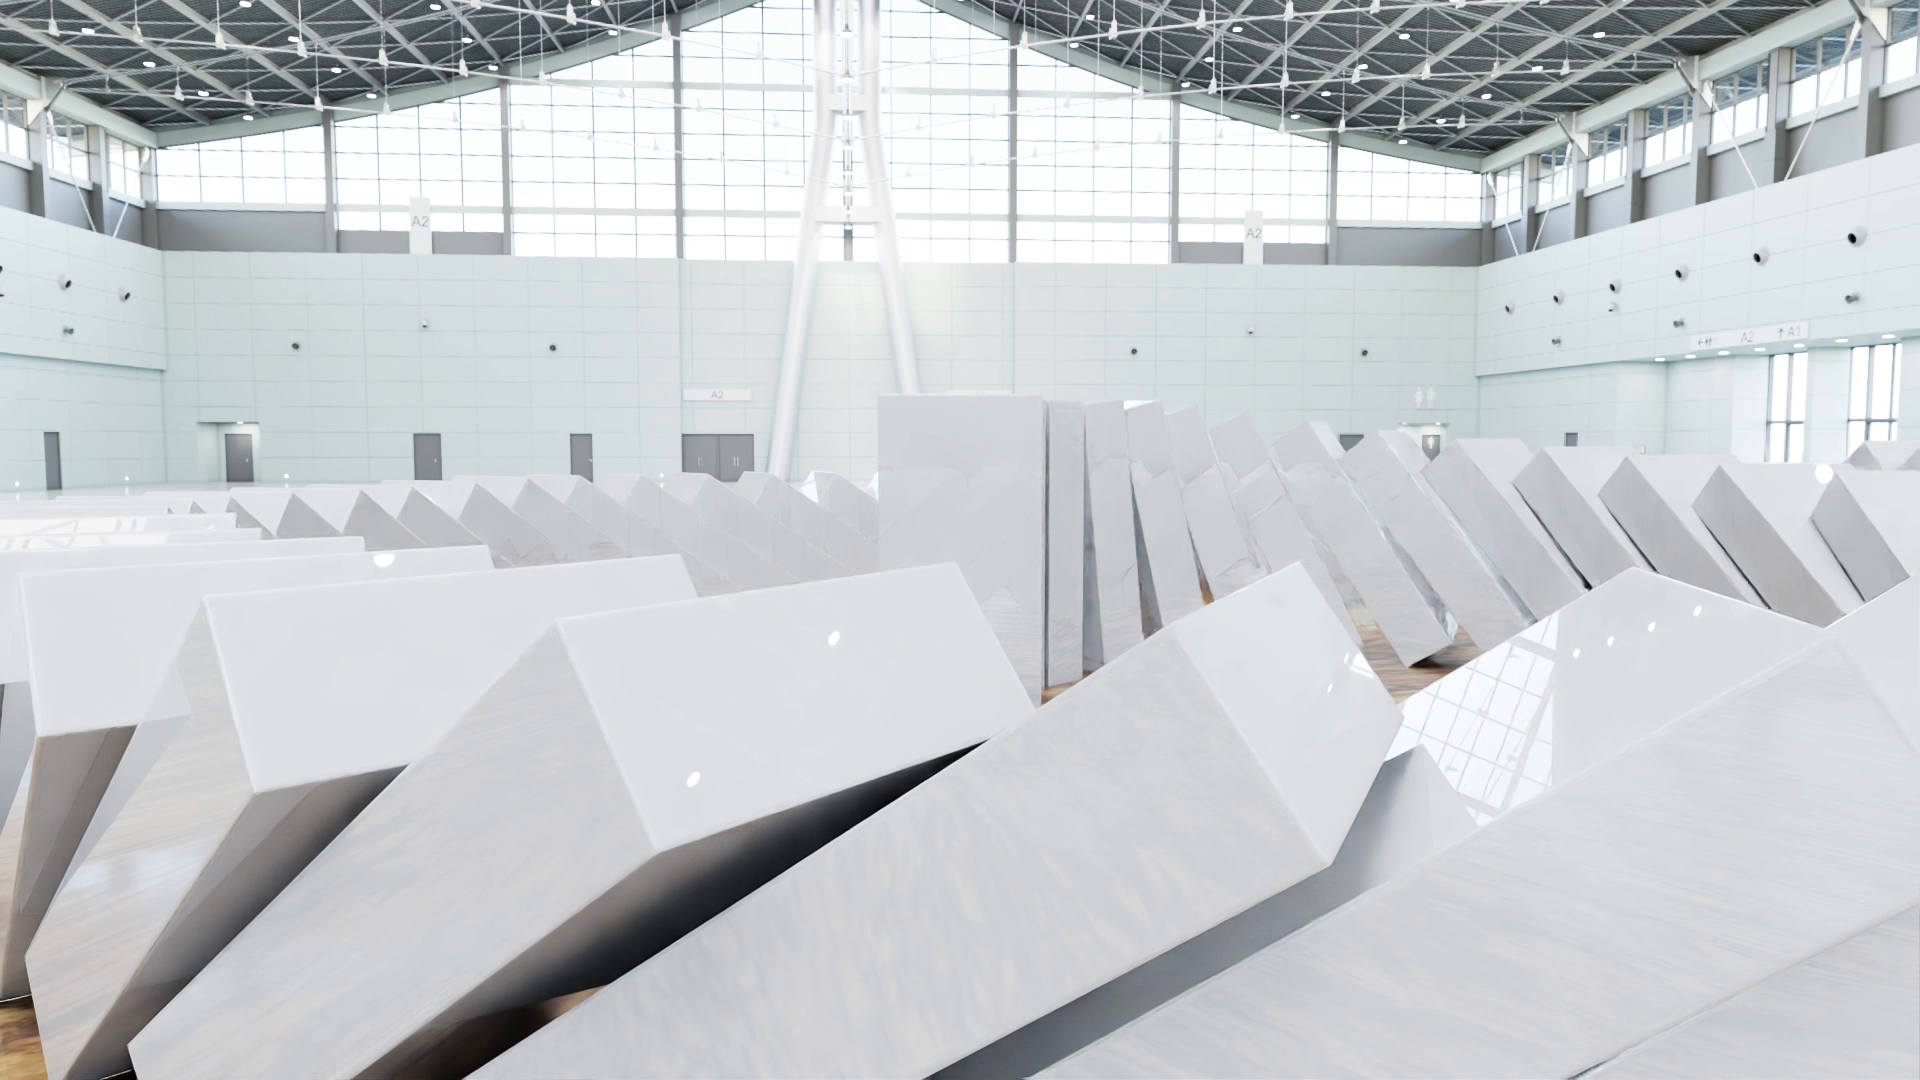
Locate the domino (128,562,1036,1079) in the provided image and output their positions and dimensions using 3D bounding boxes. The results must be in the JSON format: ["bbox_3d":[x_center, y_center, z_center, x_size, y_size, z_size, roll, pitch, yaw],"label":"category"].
[{"bbox_3d":[-0.022,0.019,0.070,0.050,0.010,0.025,-38,-18,32],"label":"domino"}]

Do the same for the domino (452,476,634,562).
[{"bbox_3d":[-0.085,0.004,0.278,0.025,0.009,0.050,3,-29,36],"label":"domino"}]

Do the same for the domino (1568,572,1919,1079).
[{"bbox_3d":[0.034,0.020,0.062,0.050,0.010,0.025,-34,0,7],"label":"domino"}]

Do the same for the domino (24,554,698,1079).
[{"bbox_3d":[-0.038,0.019,0.079,0.025,0.009,0.050,-5,-27,-47],"label":"domino"}]

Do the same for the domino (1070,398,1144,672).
[{"bbox_3d":[0.022,-0.001,0.246,0.010,0.050,0.025,-11,9,-32],"label":"domino"}]

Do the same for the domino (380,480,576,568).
[{"bbox_3d":[-0.092,0.005,0.260,0.025,0.010,0.050,2,-29,27],"label":"domino"}]

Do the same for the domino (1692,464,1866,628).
[{"bbox_3d":[0.141,0.008,0.201,0.025,0.009,0.050,-1,44,-9],"label":"domino"}]

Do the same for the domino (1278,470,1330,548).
[{"bbox_3d":[0.108,-0.002,0.355,0.050,0.009,0.025,37,17,17],"label":"domino"}]

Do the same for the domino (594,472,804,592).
[{"bbox_3d":[-0.064,0.002,0.309,0.050,0.010,0.025,37,-19,-32],"label":"domino"}]

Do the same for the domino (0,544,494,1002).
[{"bbox_3d":[-0.052,0.018,0.091,0.025,0.009,0.050,-4,-28,-41],"label":"domino"}]

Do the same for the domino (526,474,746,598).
[{"bbox_3d":[-0.076,0.003,0.295,0.025,0.010,0.050,4,-28,46],"label":"domino"}]

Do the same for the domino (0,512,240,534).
[{"bbox_3d":[-0.087,0.015,0.134,0.025,0.010,0.050,-2,-30,-23],"label":"domino"}]

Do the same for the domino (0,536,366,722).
[{"bbox_3d":[-0.065,0.017,0.104,0.025,0.010,0.050,-3,-28,-35],"label":"domino"}]

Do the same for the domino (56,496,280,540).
[{"bbox_3d":[-0.105,0.011,0.188,0.025,0.009,0.050,0,-29,7],"label":"domino"}]

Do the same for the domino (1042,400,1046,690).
[{"bbox_3d":[0.001,0.001,0.219,0.025,0.050,0.010,1,4,12],"label":"domino"}]

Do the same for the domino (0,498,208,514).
[{"bbox_3d":[-0.102,0.012,0.169,0.025,0.009,0.050,-1,-30,-2],"label":"domino"}]

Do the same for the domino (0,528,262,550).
[{"bbox_3d":[-0.078,0.016,0.118,0.025,0.009,0.050,-2,-29,-27],"label":"domino"}]

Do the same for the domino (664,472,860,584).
[{"bbox_3d":[-0.050,0.001,0.321,0.050,0.009,0.025,36,-15,-28],"label":"domino"}]

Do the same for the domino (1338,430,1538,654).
[{"bbox_3d":[0.096,0.001,0.252,0.010,0.050,0.025,-41,-17,27],"label":"domino"}]

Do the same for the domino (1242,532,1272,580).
[{"bbox_3d":[0.072,-0.003,0.363,0.050,0.010,0.025,35,11,9],"label":"domino"}]

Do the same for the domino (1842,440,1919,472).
[{"bbox_3d":[0.219,0.000,0.281,0.025,0.050,0.010,-1,-38,-7],"label":"domino"}]

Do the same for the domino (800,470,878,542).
[{"bbox_3d":[-0.018,-0.001,0.341,0.050,0.009,0.025,34,-8,-19],"label":"domino"}]

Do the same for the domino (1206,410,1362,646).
[{"bbox_3d":[0.065,-0.001,0.260,0.010,0.050,0.025,-26,-2,14],"label":"domino"}]

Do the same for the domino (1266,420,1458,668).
[{"bbox_3d":[0.081,0.000,0.257,0.009,0.050,0.025,-34,-10,22],"label":"domino"}]

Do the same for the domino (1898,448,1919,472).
[{"bbox_3d":[0.224,0.001,0.269,0.025,0.050,0.010,0,-38,-7],"label":"domino"}]

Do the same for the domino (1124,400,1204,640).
[{"bbox_3d":[0.034,-0.002,0.253,0.009,0.050,0.025,-17,10,-20],"label":"domino"}]

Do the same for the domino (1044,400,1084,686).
[{"bbox_3d":[0.010,0.000,0.235,0.025,0.050,0.010,4,6,43],"label":"domino"}]

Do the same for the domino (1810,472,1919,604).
[{"bbox_3d":[0.147,0.010,0.183,0.025,0.010,0.050,0,42,3],"label":"domino"}]

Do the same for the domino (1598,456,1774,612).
[{"bbox_3d":[0.134,0.006,0.217,0.025,0.009,0.050,-1,46,-18],"label":"domino"}]

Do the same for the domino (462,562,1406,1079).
[{"bbox_3d":[-0.004,0.020,0.064,0.050,0.010,0.025,-36,-11,22],"label":"domino"}]

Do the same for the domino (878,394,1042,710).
[{"bbox_3d":[0.000,0.002,0.201,0.025,0.050,0.010,0,4,0],"label":"domino"}]

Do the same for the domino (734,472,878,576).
[{"bbox_3d":[-0.034,0.000,0.332,0.050,0.009,0.025,34,-11,-23],"label":"domino"}]

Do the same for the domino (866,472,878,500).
[{"bbox_3d":[-0.002,-0.001,0.349,0.050,0.010,0.025,33,-5,-15],"label":"domino"}]

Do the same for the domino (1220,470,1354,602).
[{"bbox_3d":[0.090,-0.002,0.360,0.050,0.010,0.025,36,13,13],"label":"domino"}]

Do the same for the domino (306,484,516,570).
[{"bbox_3d":[-0.098,0.007,0.243,0.025,0.010,0.050,2,-29,23],"label":"domino"}]

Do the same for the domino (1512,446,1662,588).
[{"bbox_3d":[0.126,0.004,0.232,0.025,0.010,0.050,-2,49,-25],"label":"domino"}]

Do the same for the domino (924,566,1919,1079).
[{"bbox_3d":[0.016,0.020,0.062,0.050,0.010,0.025,-34,-4,13],"label":"domino"}]

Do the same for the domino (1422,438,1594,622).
[{"bbox_3d":[0.113,0.002,0.245,0.025,0.050,0.010,-4,-37,-40],"label":"domino"}]

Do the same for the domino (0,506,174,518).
[{"bbox_3d":[-0.098,0.013,0.151,0.025,0.009,0.050,-1,-30,-9],"label":"domino"}]

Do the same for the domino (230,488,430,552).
[{"bbox_3d":[-0.101,0.008,0.224,0.025,0.010,0.050,1,-29,16],"label":"domino"}]

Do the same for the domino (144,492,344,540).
[{"bbox_3d":[-0.104,0.009,0.206,0.025,0.009,0.050,1,-29,12],"label":"domino"}]

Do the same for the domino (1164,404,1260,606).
[{"bbox_3d":[0.049,-0.002,0.260,0.010,0.050,0.025,-20,4,1],"label":"domino"}]
